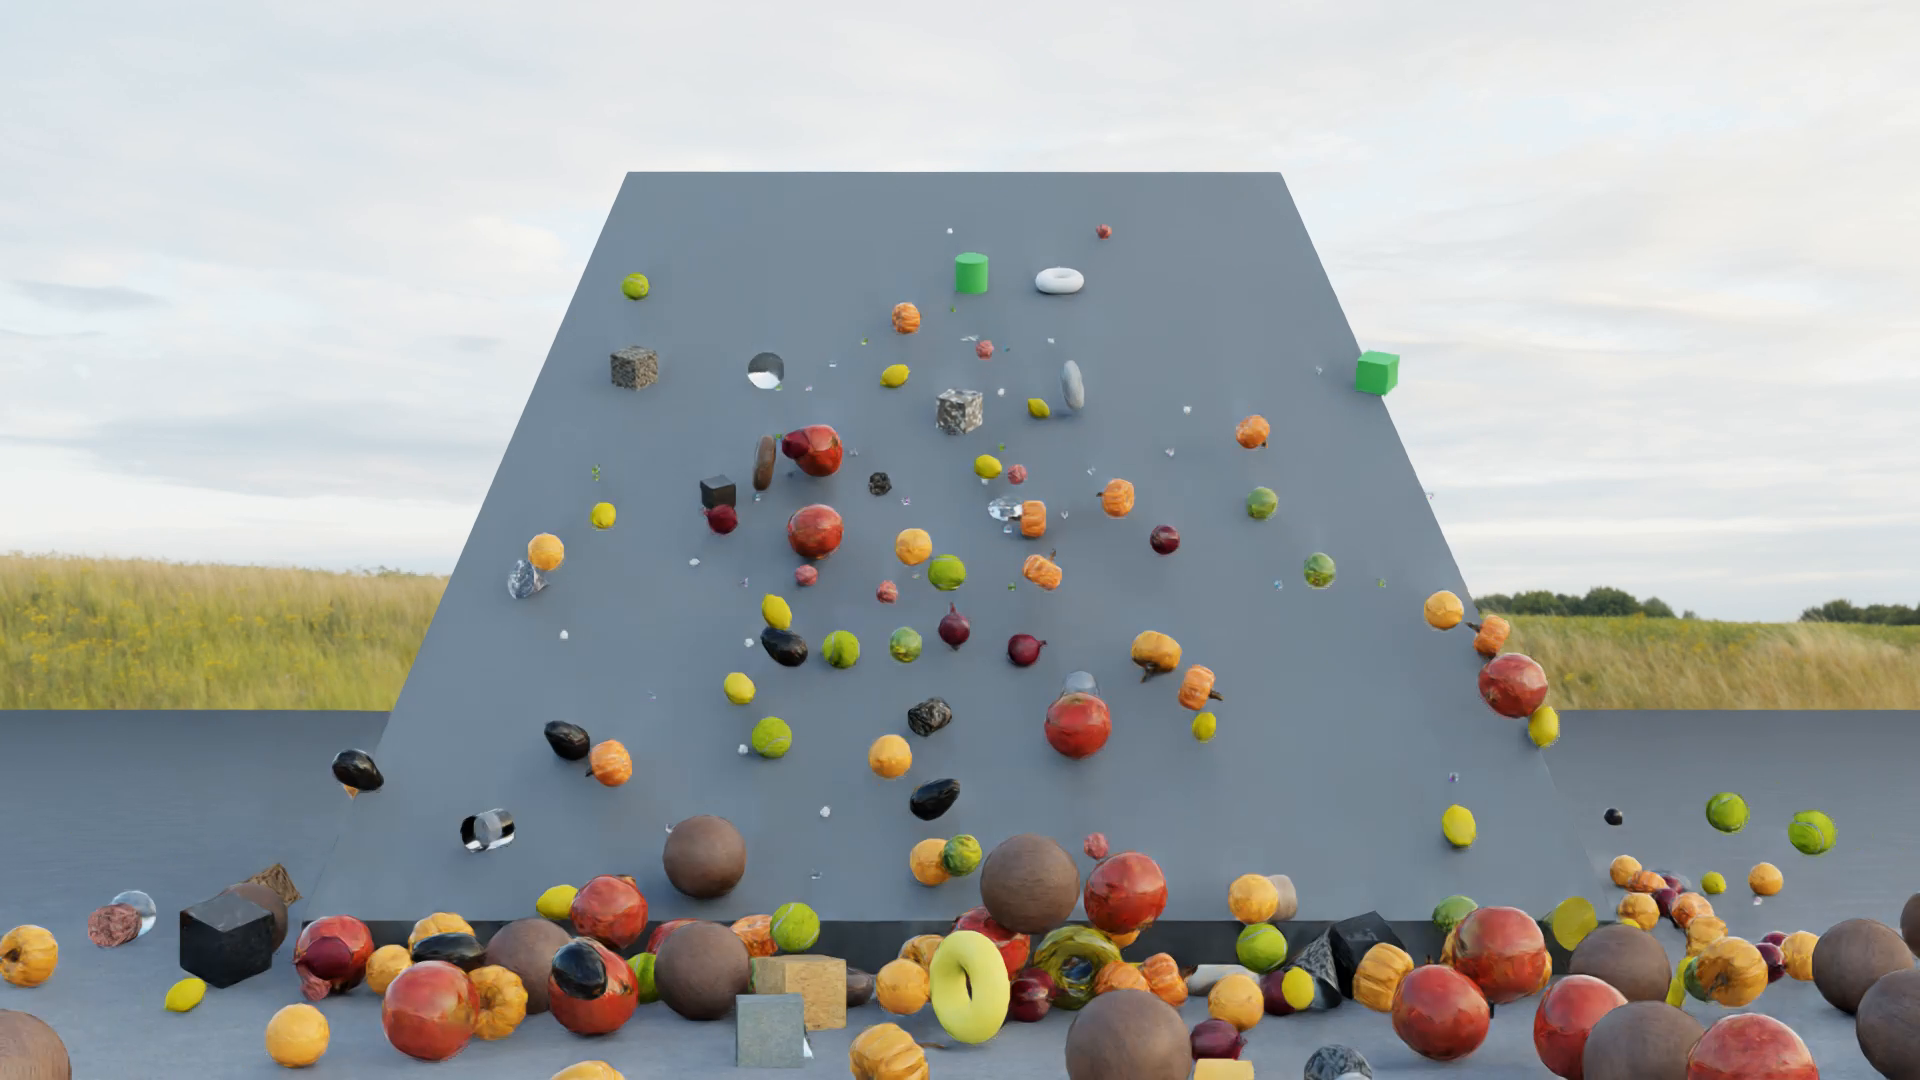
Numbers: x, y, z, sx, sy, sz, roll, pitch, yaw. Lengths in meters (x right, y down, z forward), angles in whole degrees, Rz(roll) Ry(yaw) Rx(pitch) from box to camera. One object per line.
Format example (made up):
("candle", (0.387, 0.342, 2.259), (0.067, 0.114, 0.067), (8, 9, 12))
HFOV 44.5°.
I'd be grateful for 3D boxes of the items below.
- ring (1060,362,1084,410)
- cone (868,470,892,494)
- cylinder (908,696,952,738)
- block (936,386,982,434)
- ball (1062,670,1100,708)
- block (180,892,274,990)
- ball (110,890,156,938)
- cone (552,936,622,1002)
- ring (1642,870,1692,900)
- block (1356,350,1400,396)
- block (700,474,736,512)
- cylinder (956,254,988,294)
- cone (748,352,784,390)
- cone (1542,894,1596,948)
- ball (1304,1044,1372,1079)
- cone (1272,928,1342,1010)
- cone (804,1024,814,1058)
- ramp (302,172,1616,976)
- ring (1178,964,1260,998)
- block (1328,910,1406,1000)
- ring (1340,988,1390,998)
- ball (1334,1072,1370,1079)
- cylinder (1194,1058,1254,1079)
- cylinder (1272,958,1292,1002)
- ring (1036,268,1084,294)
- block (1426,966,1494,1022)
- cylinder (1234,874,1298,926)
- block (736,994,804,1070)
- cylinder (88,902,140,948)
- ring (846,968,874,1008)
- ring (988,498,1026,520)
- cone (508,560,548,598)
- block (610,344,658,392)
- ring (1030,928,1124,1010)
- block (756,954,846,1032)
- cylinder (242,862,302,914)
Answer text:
("ring", (0.258, -0.353, 5.368), (0.038, 0.115, 0.115), (-10, -6, 11))
("cone", (-0.159, -0.117, 5.012), (0.053, 0.053, 0.053), (-3, -18, 36))
("cylinder", (-0.053, 0.307, 4.079), (0.054, 0.054, 0.054), (-31, 17, -37))
("block", (-0.001, -0.294, 5.326), (0.076, 0.076, 0.076), (14, 29, 28))
("ball", (0.213, 0.264, 4.157), (0.066, 0.066, 0.066), (0, -4, 0))
("block", (-1.086, 0.592, 3.473), (0.093, 0.093, 0.093), (18, 20, 30))
("ball", (-1.459, 0.660, 4.132), (0.083, 0.083, 0.083), (0, -4, 0))
("cone", (-0.547, 0.627, 3.311), (0.097, 0.097, 0.097), (-3, 22, 33))
("ring", (1.505, 0.734, 4.989), (0.103, 0.034, 0.103), (14, -28, 8))
("block", (0.987, -0.396, 5.546), (0.077, 0.077, 0.077), (14, 28, 26))
("block", (-0.508, -0.097, 4.933), (0.054, 0.054, 0.054), (-15, 29, -29))
("cylinder", (0.030, -0.701, 6.177), (0.086, 0.086, 0.086), (0, 25, 0))
("cone", (-0.454, -0.399, 5.590), (0.088, 0.088, 0.088), (0, -2, 4))
("cone", (0.903, 0.575, 3.539), (0.080, 0.080, 0.080), (2, -8, -25))
("ball", (0.385, 0.550, 2.392), (0.070, 0.070, 0.070), (0, -4, 0))
("cone", (0.488, 0.573, 3.206), (0.098, 0.098, 0.098), (18, -34, 13))
("cone", (-0.192, 0.599, 2.789), (0.060, 0.060, 0.060), (4, 21, -47))
("ramp", (-0.009, -0.229, 5.395), (2.000, 0.100, 4.000), (0, 25, 0))
("ring", (0.373, 0.635, 3.380), (0.118, 0.039, 0.118), (1, -5, 0))
("block", (0.565, 0.583, 3.294), (0.076, 0.076, 0.076), (-12, 42, -25))
("ring", (0.557, 0.631, 3.375), (0.131, 0.044, 0.131), (-3, -2, 0))
("ball", (0.390, 0.554, 2.325), (0.053, 0.053, 0.053), (0, -4, 0))
("cylinder", (0.271, 0.559, 2.405), (0.052, 0.052, 0.052), (-3, -5, 18))
("cylinder", (0.481, 0.618, 3.298), (0.061, 0.061, 0.061), (3, -5, -36))
("ring", (0.262, -0.684, 6.194), (0.126, 0.042, 0.126), (-1, 26, 0))
("block", (0.664, 0.604, 3.122), (0.063, 0.063, 0.063), (4, -6, -44))
("cylinder", (0.459, 0.540, 3.520), (0.069, 0.069, 0.069), (-5, -2, -21))
("block", (-0.221, 0.571, 2.726), (0.076, 0.076, 0.076), (0, -4, -7))
("cylinder", (-1.462, 0.666, 4.055), (0.070, 0.070, 0.070), (0, 2, -4))
("ring", (-0.189, 0.622, 3.254), (0.141, 0.047, 0.141), (-1, -3, 0))
("ring", (0.099, -0.066, 4.902), (0.078, 0.026, 0.078), (-1, 26, 0))
("cone", (-0.829, 0.082, 4.576), (0.076, 0.076, 0.076), (-3, -9, 37))
("block", (-0.772, -0.408, 5.560), (0.079, 0.079, 0.079), (16, 30, 31))
("ring", (0.158, 0.582, 3.183), (0.128, 0.128, 0.043), (-1, 27, 8))
("block", (-0.207, 0.587, 3.043), (0.087, 0.087, 0.087), (2, -5, -30))
("cylinder", (-1.331, 0.679, 4.536), (0.082, 0.082, 0.082), (-29, 4, 2))
